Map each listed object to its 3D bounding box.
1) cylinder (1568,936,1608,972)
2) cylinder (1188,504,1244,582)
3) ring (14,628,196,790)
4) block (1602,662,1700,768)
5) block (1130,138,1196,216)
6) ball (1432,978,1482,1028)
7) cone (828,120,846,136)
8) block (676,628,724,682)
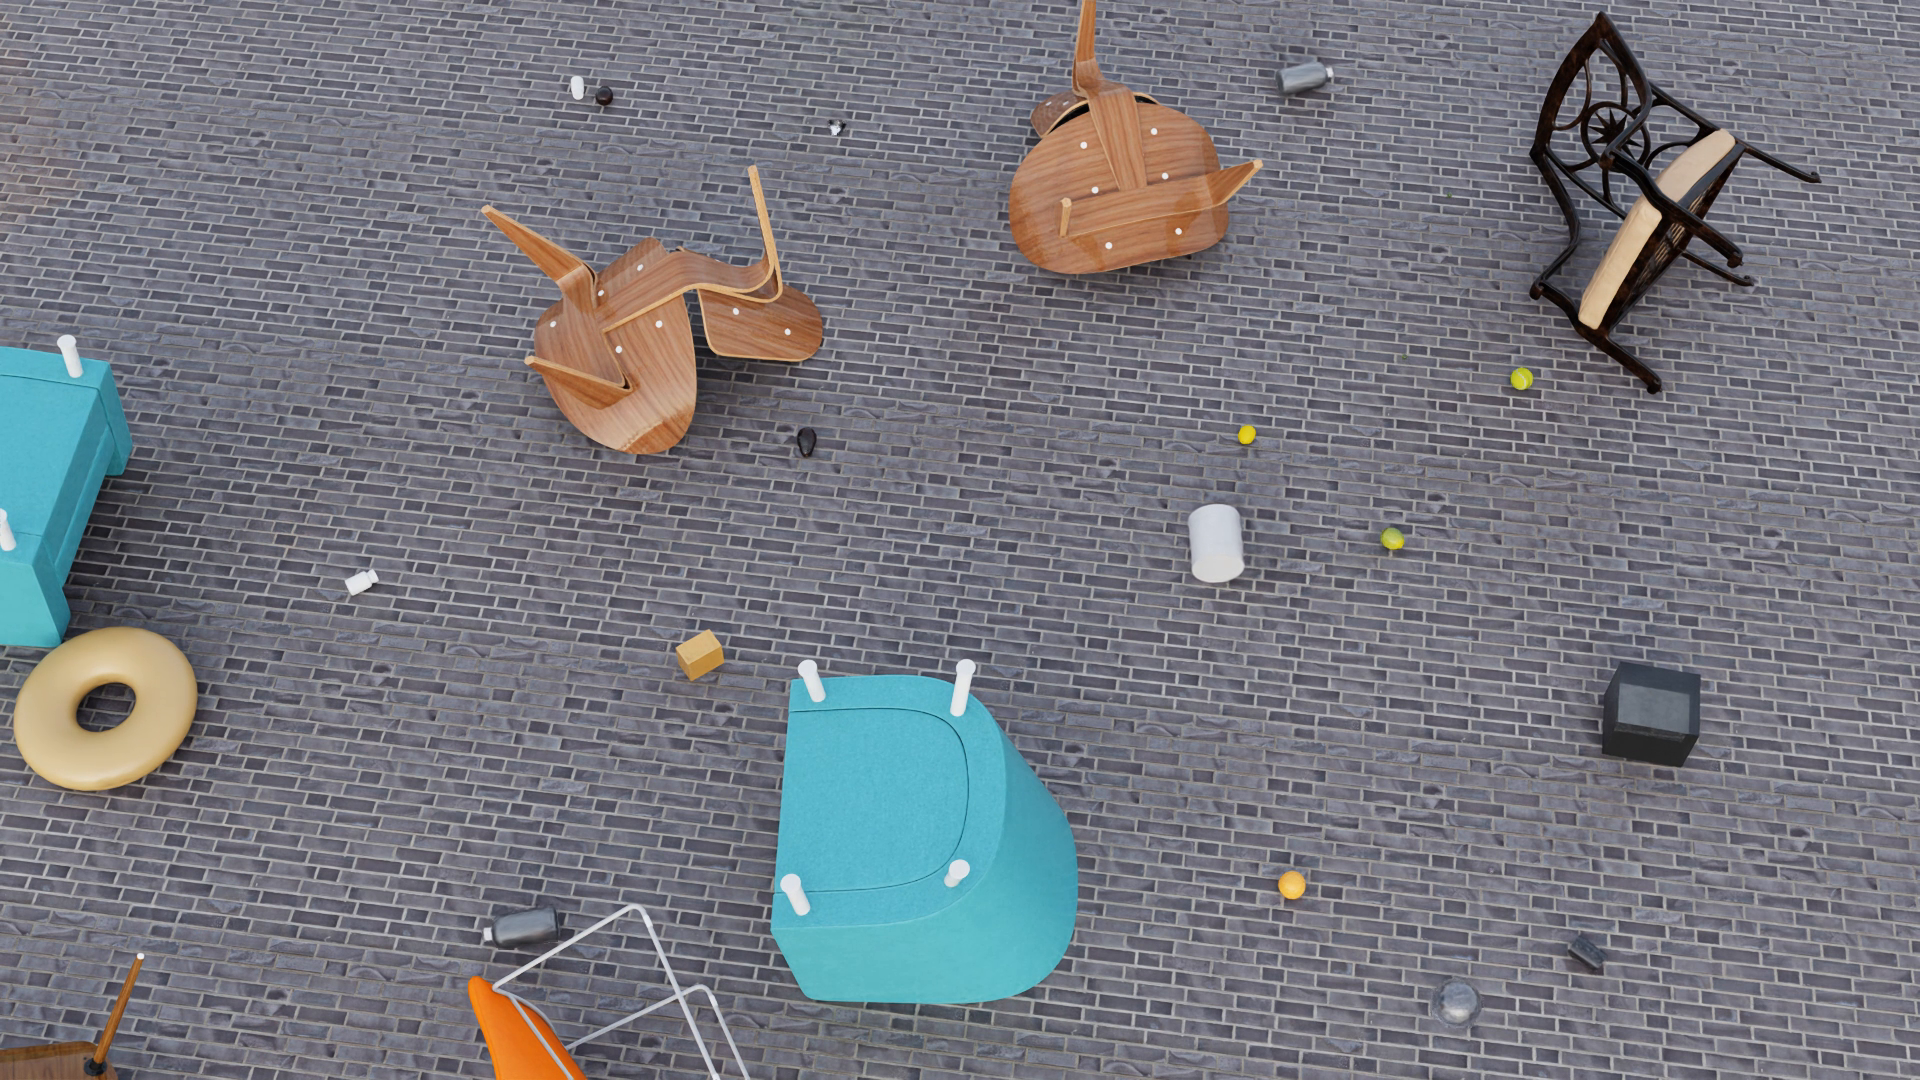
[{"bbox_3d":[1.659,1.093,5.811,0.087,0.049,0.057,35,61,21],"label":"cylinder"},{"bbox_3d":[0.754,0.010,6.476,0.150,0.155,0.175,25,48,-33],"label":"cylinder"},{"bbox_3d":[-2.402,0.470,6.186,0.506,0.125,0.522,-16,57,-10],"label":"ring"},{"bbox_3d":[1.928,0.487,6.137,0.219,0.183,0.197,10,57,6],"label":"block"},{"bbox_3d":[0.675,-1.205,7.315,0.153,0.111,0.209,19,58,12],"label":"block"},{"bbox_3d":[1.286,1.199,5.693,0.127,0.127,0.127,0,56,0],"label":"ball"},{"bbox_3d":[-0.424,-1.400,7.500,0.068,0.050,0.047,12,85,15],"label":"cone"},{"bbox_3d":[-0.744,0.330,6.296,0.111,0.094,0.069,-30,61,-18],"label":"block"}]
